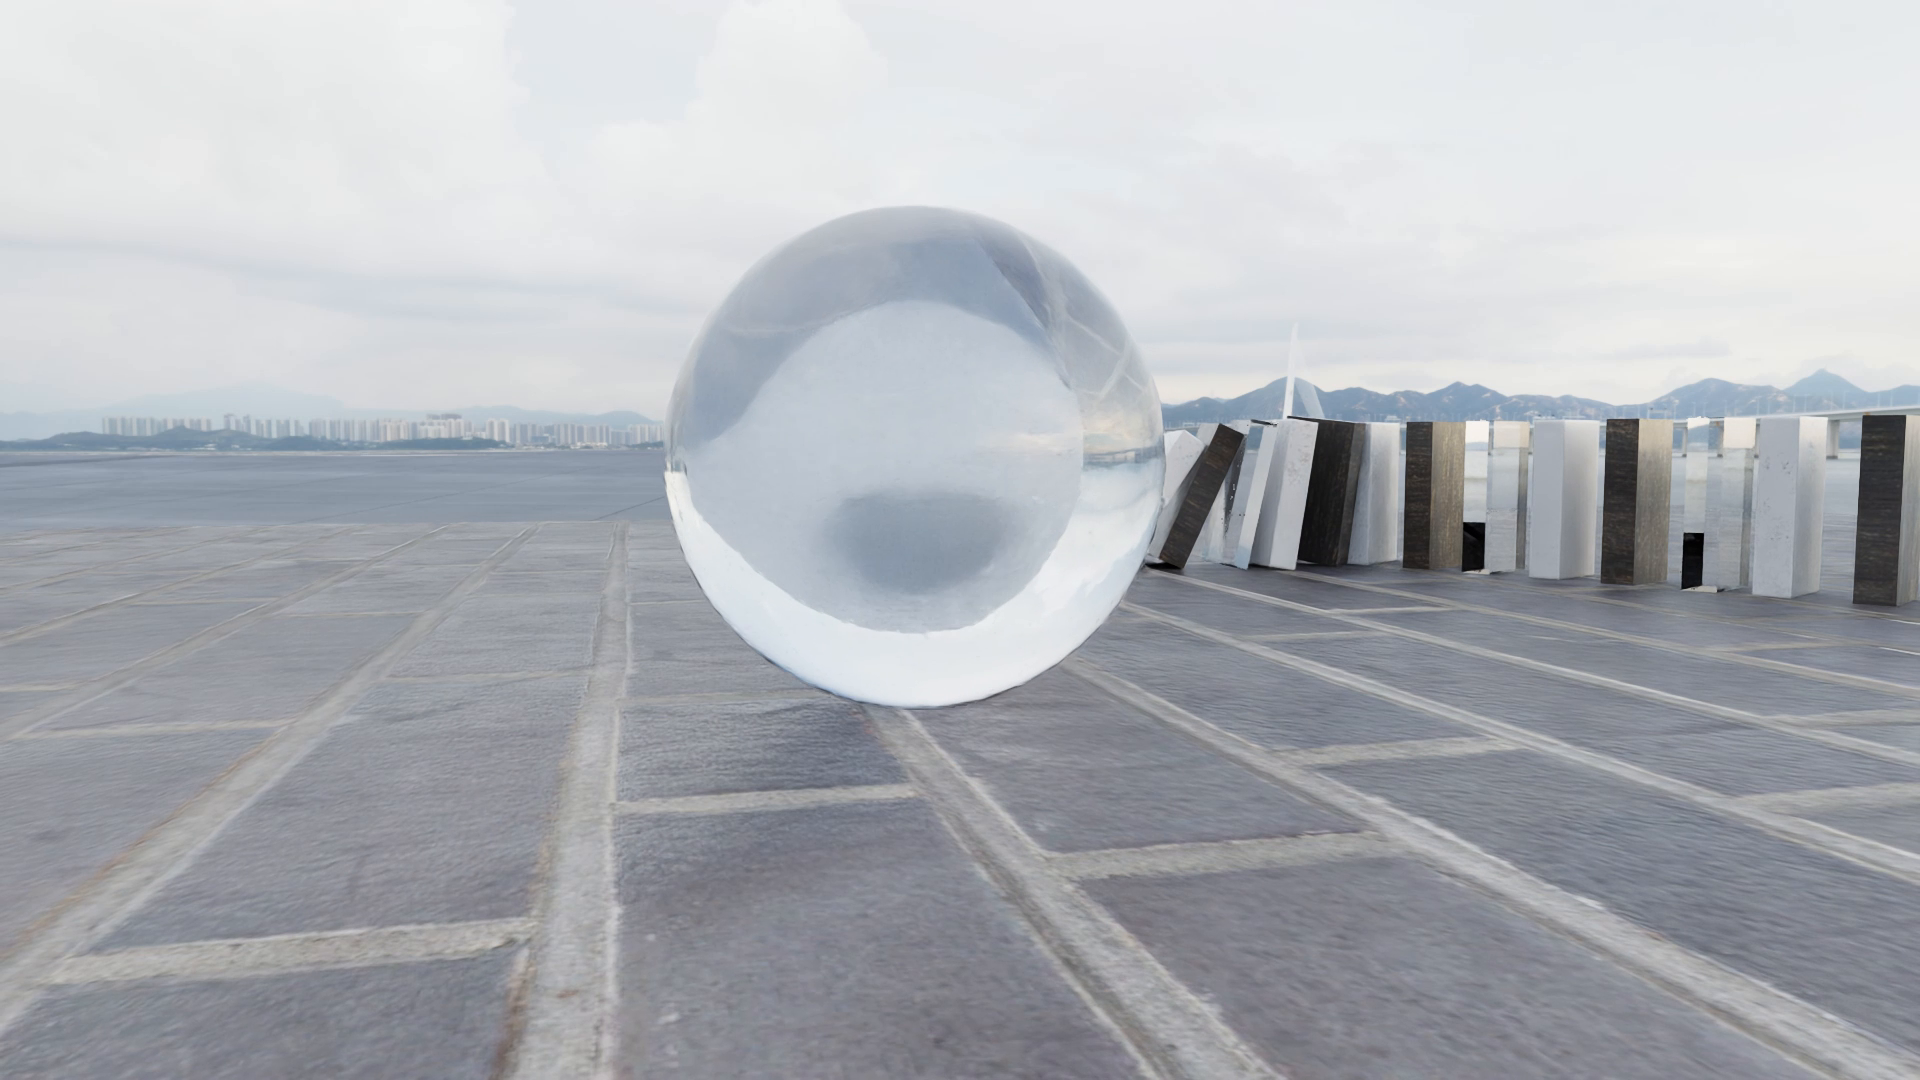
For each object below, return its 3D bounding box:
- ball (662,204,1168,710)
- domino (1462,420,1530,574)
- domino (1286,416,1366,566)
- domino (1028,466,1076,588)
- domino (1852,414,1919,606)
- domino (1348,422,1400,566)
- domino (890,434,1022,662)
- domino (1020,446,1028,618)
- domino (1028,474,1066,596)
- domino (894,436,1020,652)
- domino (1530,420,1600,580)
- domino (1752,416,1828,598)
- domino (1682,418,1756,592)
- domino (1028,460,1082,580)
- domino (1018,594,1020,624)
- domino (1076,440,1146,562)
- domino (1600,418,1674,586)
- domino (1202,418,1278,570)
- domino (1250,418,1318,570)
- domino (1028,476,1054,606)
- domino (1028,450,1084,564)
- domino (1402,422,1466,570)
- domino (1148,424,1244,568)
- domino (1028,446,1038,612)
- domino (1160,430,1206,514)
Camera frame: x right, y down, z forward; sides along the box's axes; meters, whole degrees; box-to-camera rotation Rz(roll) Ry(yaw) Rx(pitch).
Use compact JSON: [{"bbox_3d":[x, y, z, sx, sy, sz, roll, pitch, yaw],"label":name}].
[{"bbox_3d":[-0.007,-0.013,0.207,0.080,0.080,0.080,0,4,0],"label":"ball"},{"bbox_3d":[0.179,-0.015,0.429,0.025,0.050,0.009,-4,6,-41],"label":"domino"},{"bbox_3d":[0.126,-0.018,0.453,0.025,0.050,0.009,12,10,39],"label":"domino"},{"bbox_3d":[0.022,-0.005,0.398,0.025,0.009,0.050,1,38,9],"label":"domino"},{"bbox_3d":[0.251,-0.008,0.346,0.025,0.050,0.009,-4,6,-43],"label":"domino"},{"bbox_3d":[0.148,-0.017,0.461,0.009,0.050,0.025,4,6,41],"label":"domino"},{"bbox_3d":[0.000,0.001,0.262,0.025,0.050,0.009,0,-36,3],"label":"domino"},{"bbox_3d":[0.005,-0.003,0.326,0.025,0.050,0.009,0,-41,3],"label":"domino"},{"bbox_3d":[0.017,-0.003,0.378,0.025,0.009,0.050,1,35,8],"label":"domino"},{"bbox_3d":[0.000,0.000,0.275,0.025,0.050,0.010,0,-36,3],"label":"domino"},{"bbox_3d":[0.194,-0.013,0.411,0.025,0.050,0.009,-4,6,-40],"label":"domino"},{"bbox_3d":[0.235,-0.010,0.363,0.025,0.050,0.010,-4,6,-41],"label":"domino"},{"bbox_3d":[0.223,-0.011,0.377,0.025,0.050,0.010,-4,6,-40],"label":"domino"},{"bbox_3d":[0.026,-0.007,0.417,0.025,0.009,0.050,1,40,9],"label":"domino"},{"bbox_3d":[0.002,-0.003,0.312,0.025,0.050,0.009,0,-36,3],"label":"domino"},{"bbox_3d":[0.045,-0.013,0.451,0.025,0.009,0.050,-6,42,40],"label":"domino"},{"bbox_3d":[0.208,-0.012,0.394,0.025,0.050,0.009,-4,6,-40],"label":"domino"},{"bbox_3d":[0.097,-0.016,0.444,0.009,0.050,0.025,11,3,-4],"label":"domino"},{"bbox_3d":[0.109,-0.016,0.442,0.009,0.050,0.025,8,3,-12],"label":"domino"},{"bbox_3d":[0.012,-0.001,0.358,0.025,0.009,0.050,1,34,8],"label":"domino"},{"bbox_3d":[0.028,-0.010,0.439,0.025,0.009,0.050,-7,39,14],"label":"domino"},{"bbox_3d":[0.165,-0.016,0.445,0.025,0.050,0.010,-4,6,-43],"label":"domino"},{"bbox_3d":[0.081,-0.016,0.448,0.009,0.050,0.025,24,2,-5],"label":"domino"},{"bbox_3d":[0.008,-0.004,0.340,0.025,0.010,0.050,0,49,4],"label":"domino"},{"bbox_3d":[0.065,-0.015,0.448,0.010,0.050,0.025,35,-3,-8],"label":"domino"}]
